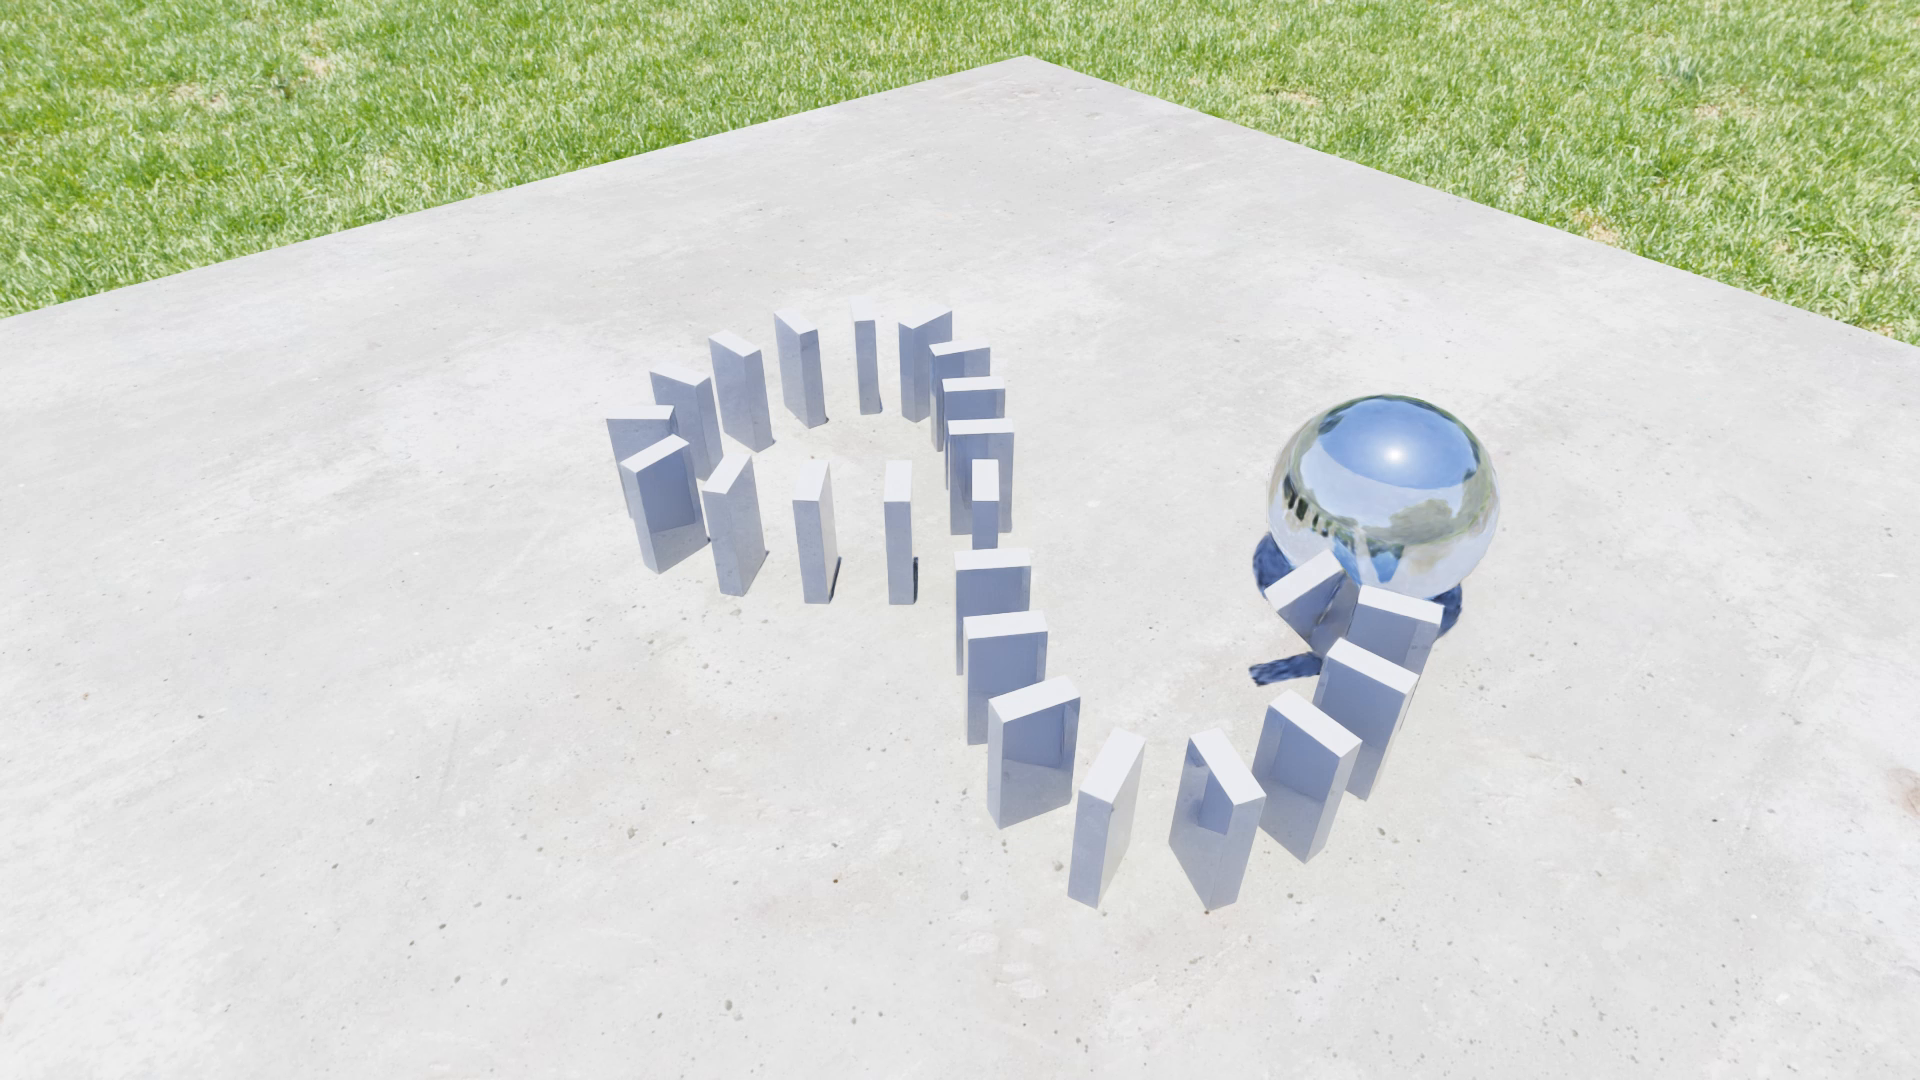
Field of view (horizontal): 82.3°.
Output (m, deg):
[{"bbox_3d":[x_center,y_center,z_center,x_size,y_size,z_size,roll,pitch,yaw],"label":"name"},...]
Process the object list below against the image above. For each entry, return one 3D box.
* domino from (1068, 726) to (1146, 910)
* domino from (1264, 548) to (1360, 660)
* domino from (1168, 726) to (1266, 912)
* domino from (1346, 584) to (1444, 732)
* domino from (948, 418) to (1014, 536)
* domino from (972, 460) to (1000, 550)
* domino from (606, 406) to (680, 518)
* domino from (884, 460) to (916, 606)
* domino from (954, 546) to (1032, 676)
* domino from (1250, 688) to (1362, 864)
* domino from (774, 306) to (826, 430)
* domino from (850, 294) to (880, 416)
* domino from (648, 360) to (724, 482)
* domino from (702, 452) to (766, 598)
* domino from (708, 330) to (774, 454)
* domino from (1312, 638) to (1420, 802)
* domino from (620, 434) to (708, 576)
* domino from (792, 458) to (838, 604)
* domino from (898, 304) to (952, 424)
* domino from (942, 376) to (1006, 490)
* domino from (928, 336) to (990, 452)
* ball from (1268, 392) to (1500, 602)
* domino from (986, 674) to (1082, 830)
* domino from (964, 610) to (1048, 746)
[{"bbox_3d":[0.042,0.080,0.314,0.009,0.050,0.025,19,43,22],"label":"domino"},{"bbox_3d":[0.127,0.024,0.378,0.025,0.050,0.009,-36,45,16],"label":"domino"},{"bbox_3d":[0.072,0.080,0.314,0.010,0.050,0.025,-12,41,-14],"label":"domino"},{"bbox_3d":[0.139,0.040,0.363,0.025,0.050,0.009,16,42,18],"label":"domino"},{"bbox_3d":[0.008,-0.025,0.442,0.025,0.050,0.009,-3,39,-3],"label":"domino"},{"bbox_3d":[0.009,-0.003,0.415,0.010,0.050,0.025,0,39,0],"label":"domino"},{"bbox_3d":[-0.126,-0.031,0.450,0.025,0.050,0.009,1,39,1],"label":"domino"},{"bbox_3d":[-0.022,-0.002,0.414,0.009,0.050,0.025,0,39,0],"label":"domino"},{"bbox_3d":[0.011,0.025,0.380,0.025,0.050,0.010,-3,39,-4],"label":"domino"},{"bbox_3d":[0.100,0.071,0.325,0.010,0.050,0.025,-27,46,-29],"label":"domino"},{"bbox_3d":[-0.074,-0.079,0.508,0.009,0.050,0.025,-23,45,-26],"label":"domino"},{"bbox_3d":[-0.045,-0.087,0.517,0.010,0.050,0.025,-6,40,-7],"label":"domino"},{"bbox_3d":[-0.117,-0.050,0.473,0.025,0.050,0.010,20,43,22],"label":"domino"},{"bbox_3d":[-0.085,-0.006,0.418,0.010,0.050,0.025,8,40,10],"label":"domino"},{"bbox_3d":[-0.098,-0.066,0.492,0.025,0.050,0.010,31,48,32],"label":"domino"},{"bbox_3d":[0.122,0.057,0.342,0.025,0.050,0.010,28,47,30],"label":"domino"},{"bbox_3d":[-0.114,-0.013,0.428,0.009,0.050,0.025,28,47,30],"label":"domino"},{"bbox_3d":[-0.054,-0.003,0.415,0.010,0.050,0.025,2,39,3],"label":"domino"},{"bbox_3d":[-0.016,-0.082,0.511,0.009,0.050,0.025,32,49,33],"label":"domino"},{"bbox_3d":[0.006,-0.045,0.466,0.025,0.050,0.009,-4,39,-4],"label":"domino"},{"bbox_3d":[0.000,-0.064,0.490,0.025,0.050,0.009,-12,41,-14],"label":"domino"},{"bbox_3d":[0.155,-0.014,0.405,0.080,0.080,0.080,0,39,0],"label":"ball"},{"bbox_3d":[0.022,0.065,0.332,0.025,0.050,0.010,-16,42,-18],"label":"domino"},{"bbox_3d":[0.014,0.045,0.356,0.025,0.050,0.010,-5,40,-6],"label":"domino"}]
